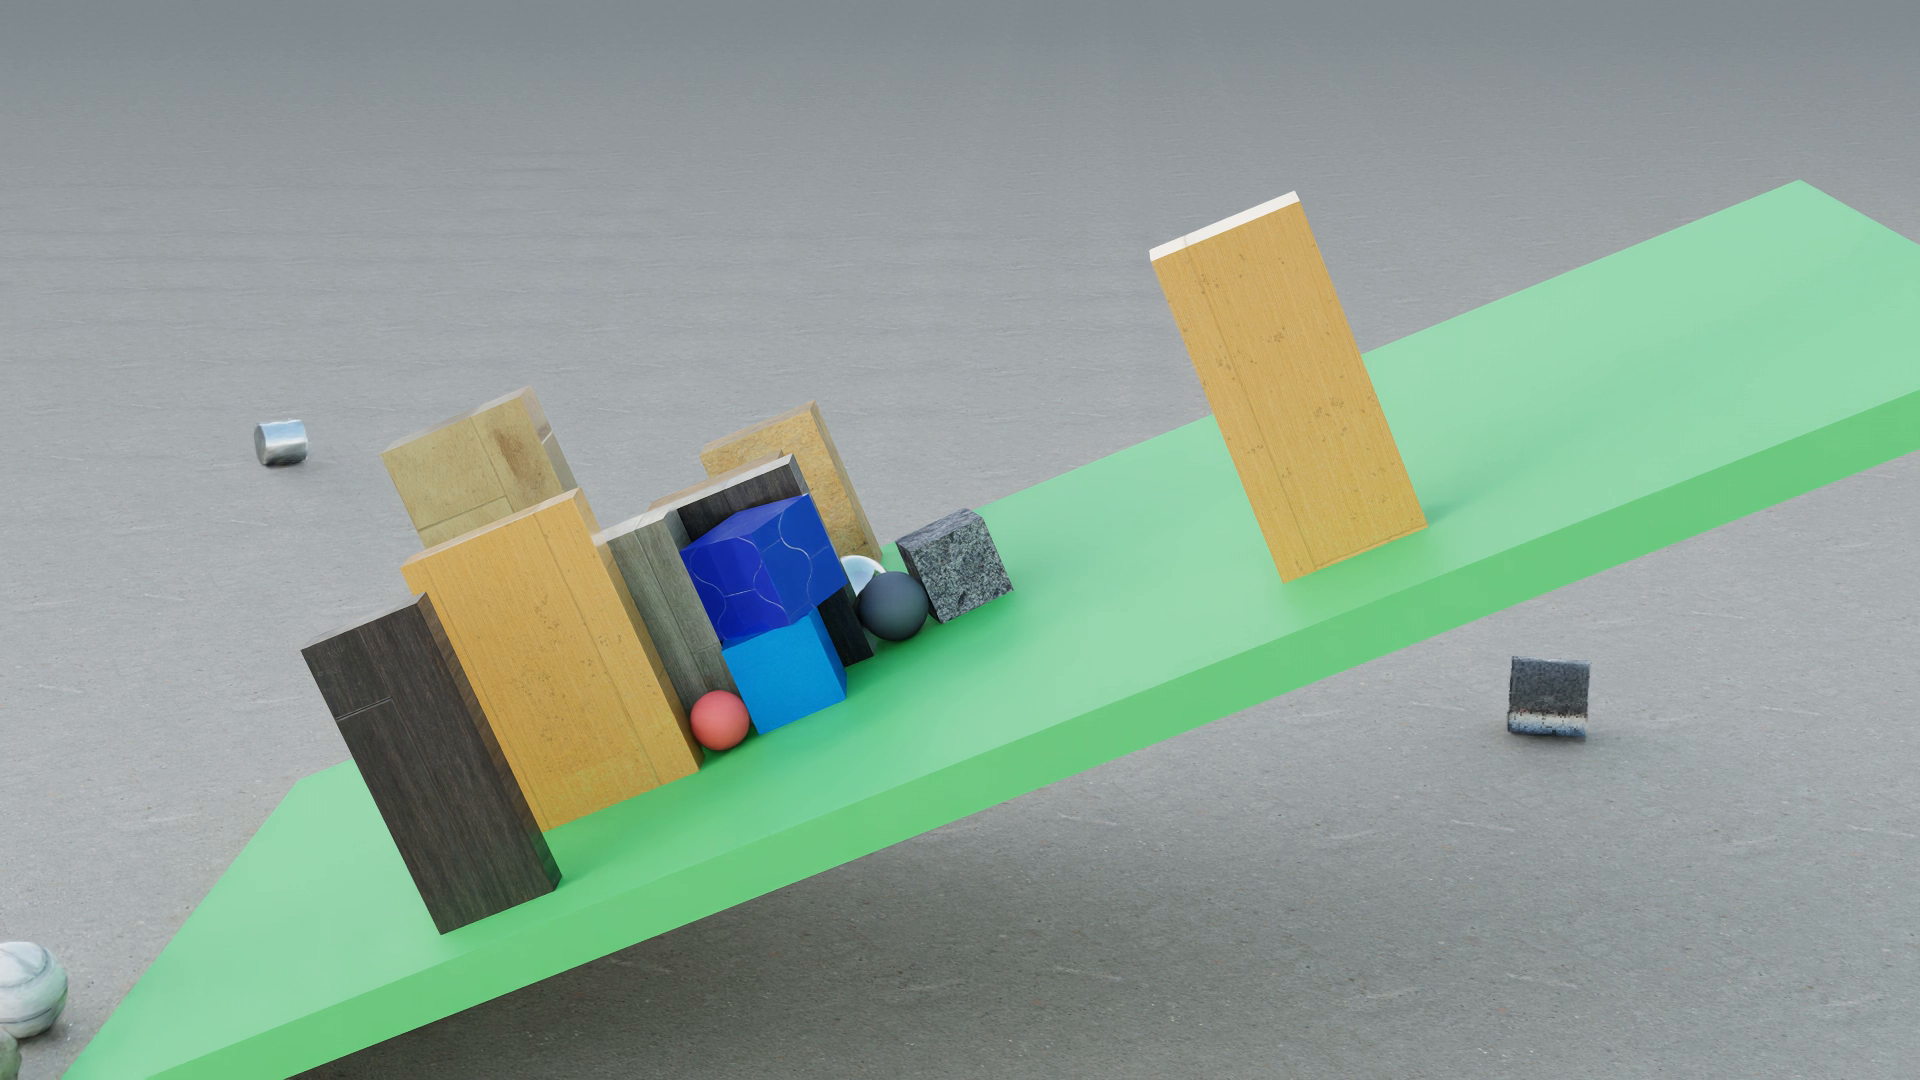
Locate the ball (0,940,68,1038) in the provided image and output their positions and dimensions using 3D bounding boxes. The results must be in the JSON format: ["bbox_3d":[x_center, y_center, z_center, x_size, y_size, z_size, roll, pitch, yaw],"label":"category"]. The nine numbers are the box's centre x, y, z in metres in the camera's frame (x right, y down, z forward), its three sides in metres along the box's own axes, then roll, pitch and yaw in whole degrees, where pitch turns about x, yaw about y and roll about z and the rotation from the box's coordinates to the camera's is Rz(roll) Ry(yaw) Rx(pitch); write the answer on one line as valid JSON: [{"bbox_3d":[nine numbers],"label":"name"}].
[{"bbox_3d":[-1.980,0.945,6.181,0.204,0.204,0.204,0,14,0],"label":"ball"}]

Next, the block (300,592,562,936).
[{"bbox_3d":[-1.002,0.427,5.593,0.243,0.615,0.081,-22,12,8],"label":"block"}]

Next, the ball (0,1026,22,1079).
[{"bbox_3d":[-1.962,1.043,5.872,0.168,0.168,0.168,0,14,0],"label":"ball"}]

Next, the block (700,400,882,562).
[{"bbox_3d":[-0.407,-0.084,7.122,0.290,0.418,0.128,-22,12,8],"label":"block"}]

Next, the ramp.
[{"bbox_3d":[0.128,0.172,6.287,4.000,0.100,2.000,-22,12,8],"label":"ramp"}]

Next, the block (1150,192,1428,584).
[{"bbox_3d":[0.617,-0.285,5.522,0.292,0.664,0.136,-22,12,8],"label":"block"}]

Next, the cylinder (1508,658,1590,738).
[{"bbox_3d":[1.632,0.437,8.149,0.210,0.210,0.210,3,15,13],"label":"cylinder"}]

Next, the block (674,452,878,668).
[{"bbox_3d":[-0.464,0.108,6.327,0.421,0.457,0.101,-22,12,8],"label":"block"}]

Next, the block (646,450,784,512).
[{"bbox_3d":[-0.465,0.060,6.600,0.318,0.428,0.108,-22,12,8],"label":"block"}]

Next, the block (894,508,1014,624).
[{"bbox_3d":[-0.014,0.055,6.396,0.174,0.174,0.174,-25,12,-8],"label":"block"}]

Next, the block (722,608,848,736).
[{"bbox_3d":[-0.365,0.257,6.134,0.195,0.195,0.195,-23,12,3],"label":"block"}]

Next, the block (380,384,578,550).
[{"bbox_3d":[-1.035,0.049,6.958,0.361,0.739,0.140,-22,12,8],"label":"block"}]

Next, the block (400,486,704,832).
[{"bbox_3d":[-0.827,0.252,6.002,0.385,0.620,0.096,-22,12,8],"label":"block"}]

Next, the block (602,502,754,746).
[{"bbox_3d":[-0.714,0.233,6.205,0.434,0.480,0.146,-22,12,8],"label":"block"}]

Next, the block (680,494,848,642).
[{"bbox_3d":[-0.407,0.057,6.108,0.208,0.208,0.208,-13,16,38],"label":"block"}]

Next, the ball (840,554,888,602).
[{"bbox_3d":[-0.232,0.125,6.469,0.185,0.185,0.185,0,14,0],"label":"ball"}]

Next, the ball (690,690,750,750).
[{"bbox_3d":[-0.495,0.372,6.058,0.124,0.124,0.124,0,14,0],"label":"ball"}]

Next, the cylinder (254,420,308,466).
[{"bbox_3d":[-2.641,-0.379,11.435,0.160,0.160,0.160,-8,16,-29],"label":"cylinder"}]

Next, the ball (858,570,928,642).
[{"bbox_3d":[-0.142,0.142,6.317,0.151,0.151,0.151,0,14,0],"label":"ball"}]
